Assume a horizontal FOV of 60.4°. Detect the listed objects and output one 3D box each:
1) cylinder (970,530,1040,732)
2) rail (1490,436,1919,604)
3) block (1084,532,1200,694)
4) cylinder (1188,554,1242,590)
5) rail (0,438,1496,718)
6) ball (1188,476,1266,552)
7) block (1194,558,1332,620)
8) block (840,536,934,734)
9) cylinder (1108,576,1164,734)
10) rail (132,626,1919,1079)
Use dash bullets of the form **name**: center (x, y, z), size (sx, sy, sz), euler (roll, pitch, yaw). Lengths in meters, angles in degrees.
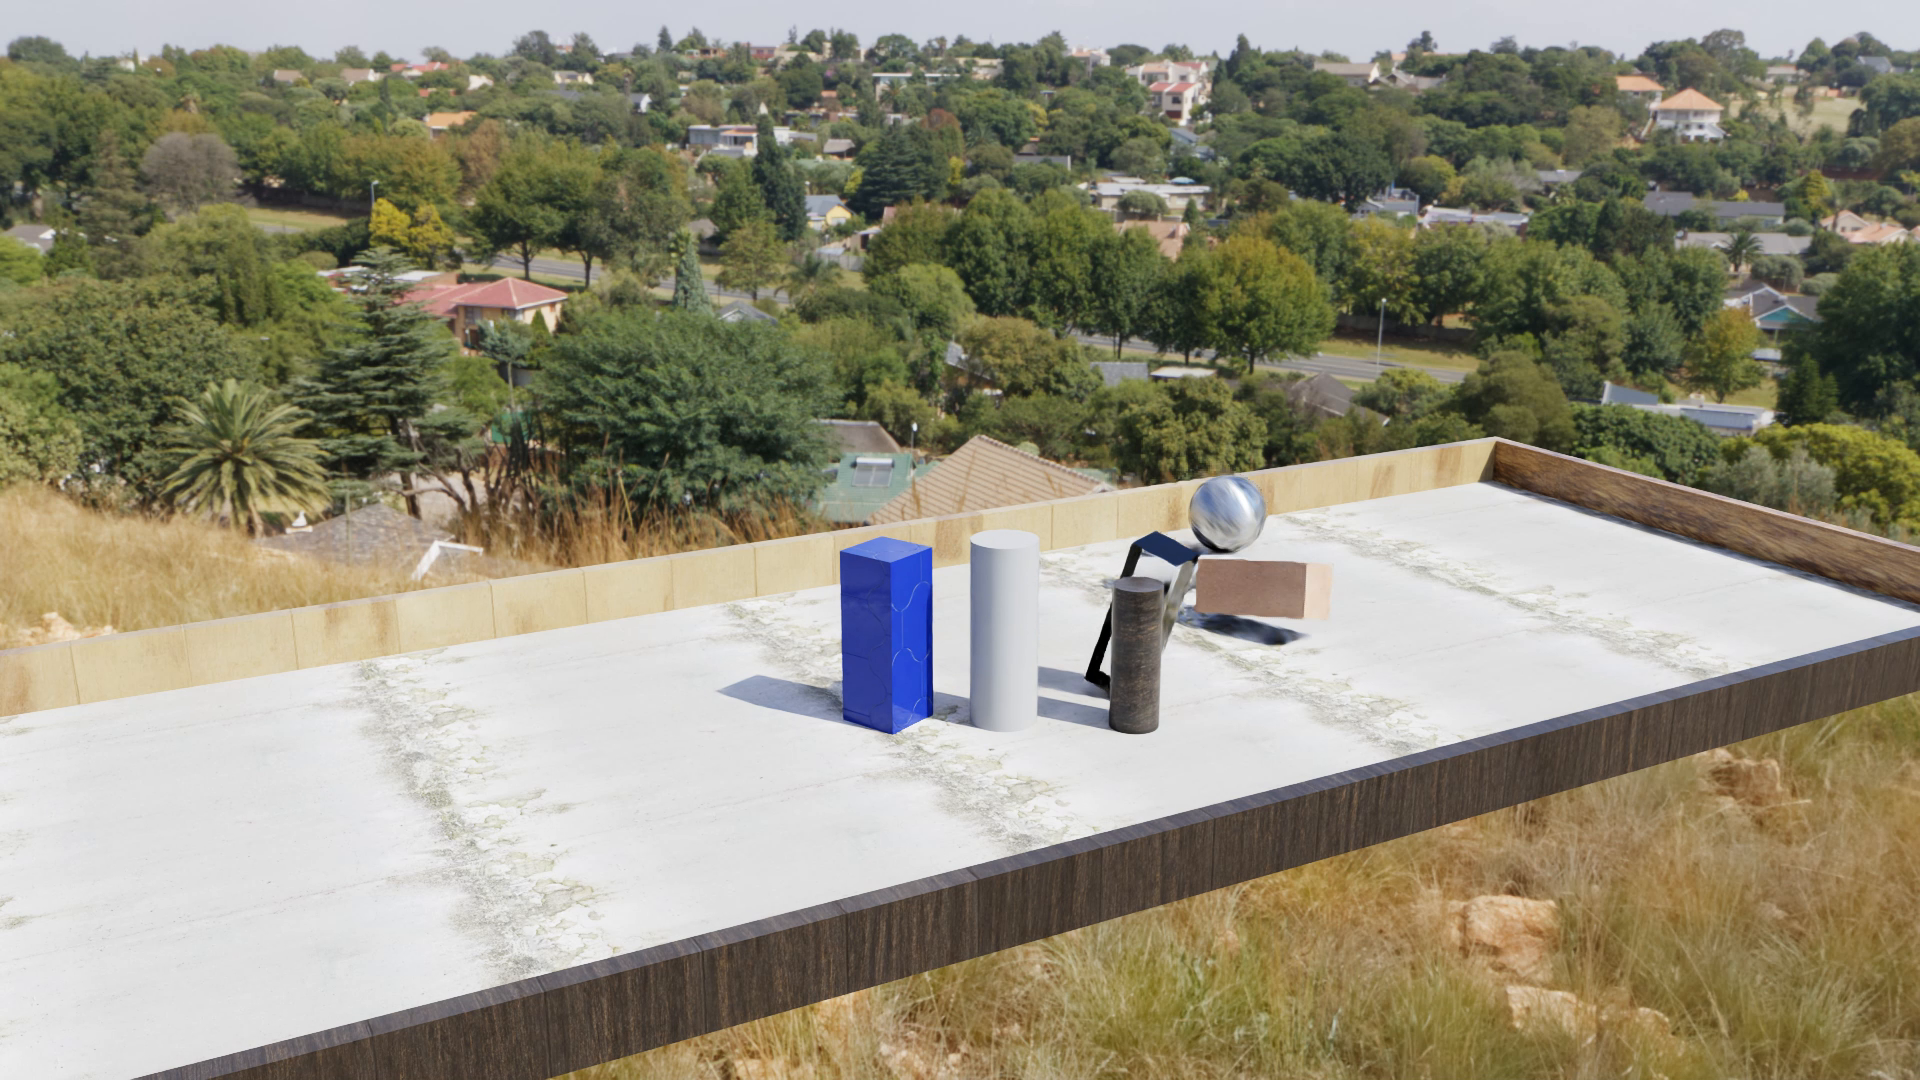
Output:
- **cylinder**: center (0.103, 0.211, 3.847), size (0.160, 0.445, 0.160), euler (0, 16, 0)
- **rail**: center (2.466, -0.048, 5.253), size (0.050, 0.150, 2.100), euler (-9, 18, -27)
- **block**: center (0.440, 0.187, 3.997), size (0.125, 0.387, 0.125), euler (29, 28, 25)
- **cylinder**: center (0.661, 0.093, 4.853), size (0.329, 0.104, 0.104), euler (1, 16, 5)
- **rail**: center (-3.305, 0.497, 3.399), size (12.000, 0.150, 0.050), euler (-9, 18, -27)
- **ball**: center (0.829, -0.081, 5.121), size (0.241, 0.241, 0.241), euler (0, 16, 0)
- **block**: center (0.824, 0.133, 4.484), size (0.330, 0.149, 0.149), euler (2, -2, 39)
- **block**: center (-0.170, 0.221, 3.862), size (0.152, 0.417, 0.152), euler (12, 20, 35)
- **cylinder**: center (0.409, 0.268, 3.828), size (0.118, 0.347, 0.118), euler (0, 16, 0)
- **rail**: center (-2.336, 1.006, 1.665), size (12.000, 0.150, 0.050), euler (-9, 18, -27)
